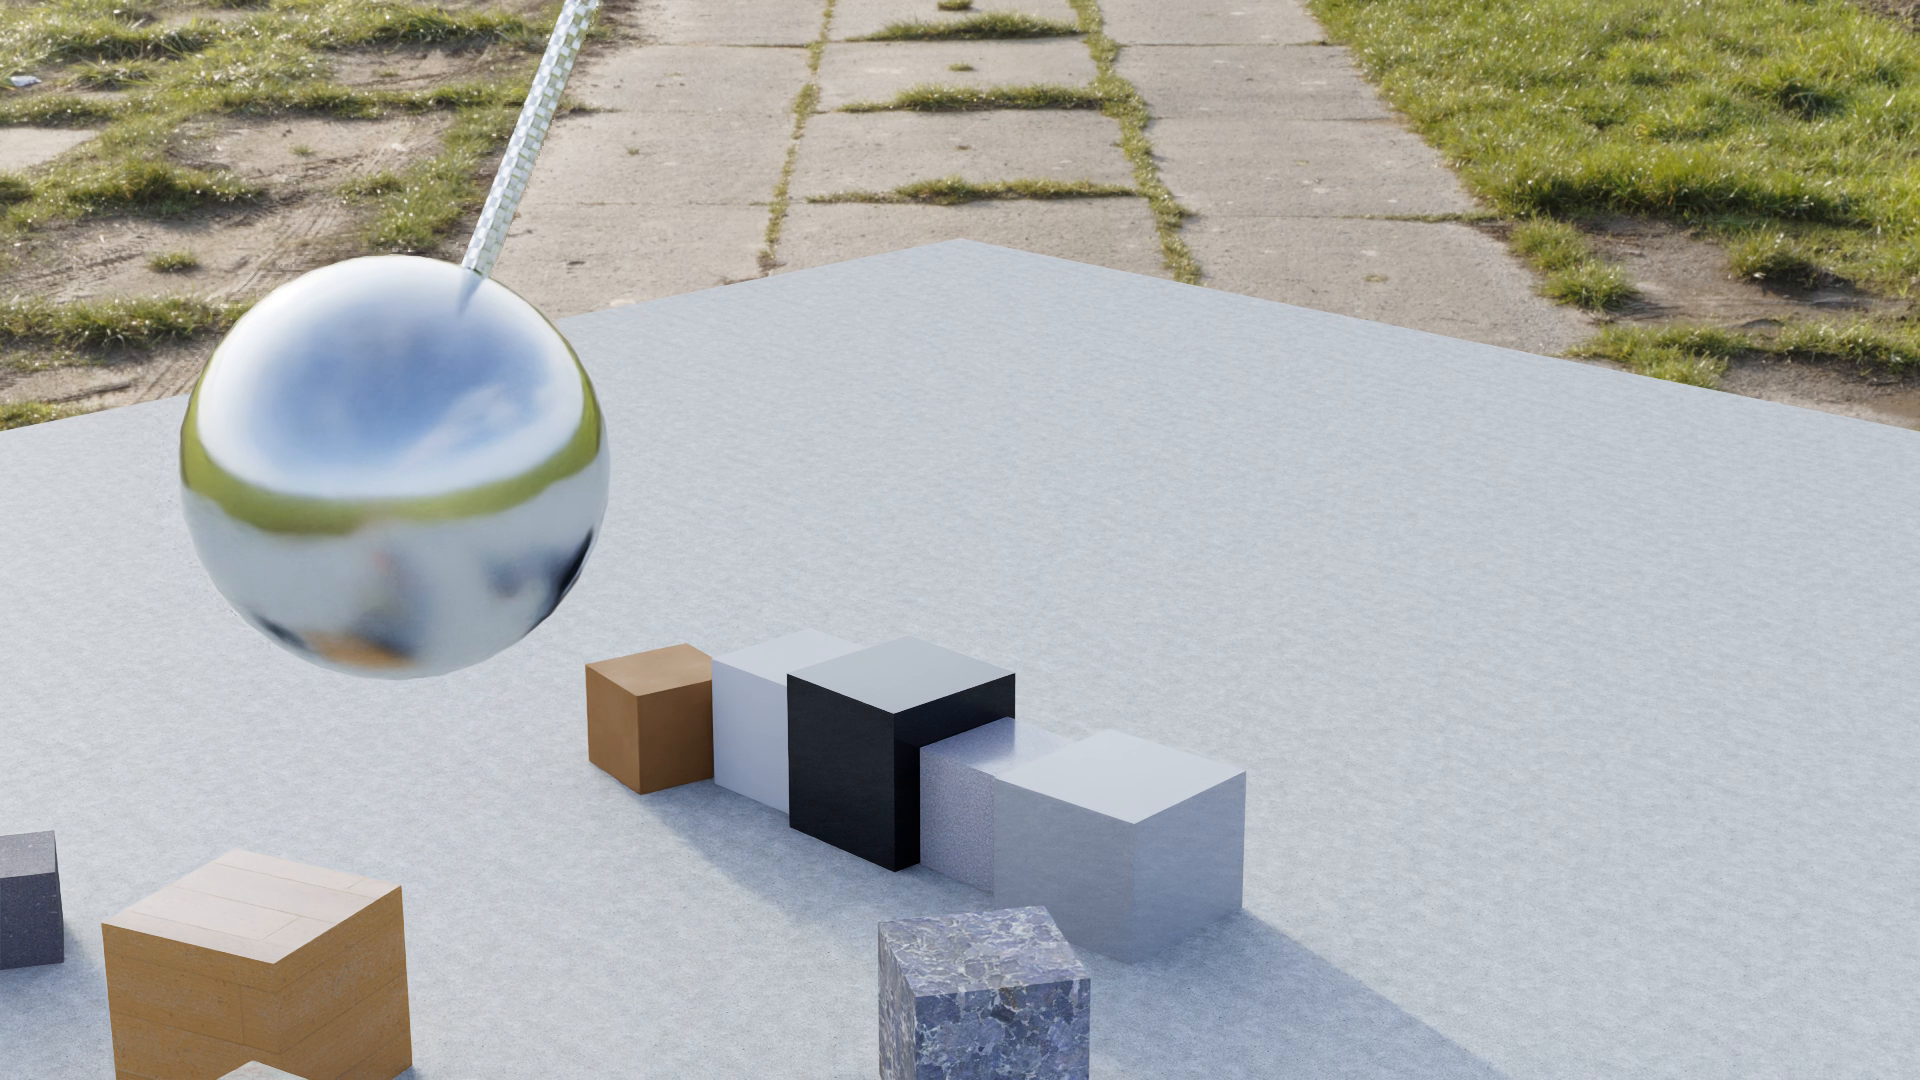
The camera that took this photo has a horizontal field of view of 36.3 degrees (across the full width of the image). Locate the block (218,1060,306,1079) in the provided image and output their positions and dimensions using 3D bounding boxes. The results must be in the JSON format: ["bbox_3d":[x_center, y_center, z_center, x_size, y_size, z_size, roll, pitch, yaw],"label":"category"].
[{"bbox_3d":[-2.356,2.294,9.806,0.655,0.743,0.692,11,20,31],"label":"block"}]

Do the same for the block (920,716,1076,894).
[{"bbox_3d":[0.220,1.226,13.483,0.571,0.577,0.570,-17,24,-42],"label":"block"}]

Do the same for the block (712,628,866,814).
[{"bbox_3d":[-0.749,0.894,14.408,0.650,0.656,0.666,-17,24,-42],"label":"block"}]

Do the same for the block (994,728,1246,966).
[{"bbox_3d":[0.707,1.342,12.978,0.778,0.657,0.800,15,23,39],"label":"block"}]

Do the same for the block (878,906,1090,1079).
[{"bbox_3d":[0.084,1.876,11.280,0.669,0.657,0.671,-4,18,-13],"label":"block"}]

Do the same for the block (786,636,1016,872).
[{"bbox_3d":[-0.276,0.996,13.875,0.779,0.780,0.739,-16,24,-41],"label":"block"}]

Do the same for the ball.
[{"bbox_3d":[-2.118,-0.273,11.036,1.600,1.600,1.600,0,17,0],"label":"ball"}]

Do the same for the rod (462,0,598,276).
[{"bbox_3d":[-0.918,-3.443,11.298,0.080,5.200,0.080,17,-6,42],"label":"rod"}]

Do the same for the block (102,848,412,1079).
[{"bbox_3d":[-2.720,1.772,11.405,0.815,0.781,0.784,8,19,25],"label":"block"}]

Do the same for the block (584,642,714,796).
[{"bbox_3d":[-1.480,0.888,14.659,0.579,0.517,0.549,-11,21,-32],"label":"block"}]

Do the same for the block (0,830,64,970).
[{"bbox_3d":[-4.141,1.564,12.665,0.480,0.422,0.472,-5,18,-16],"label":"block"}]
